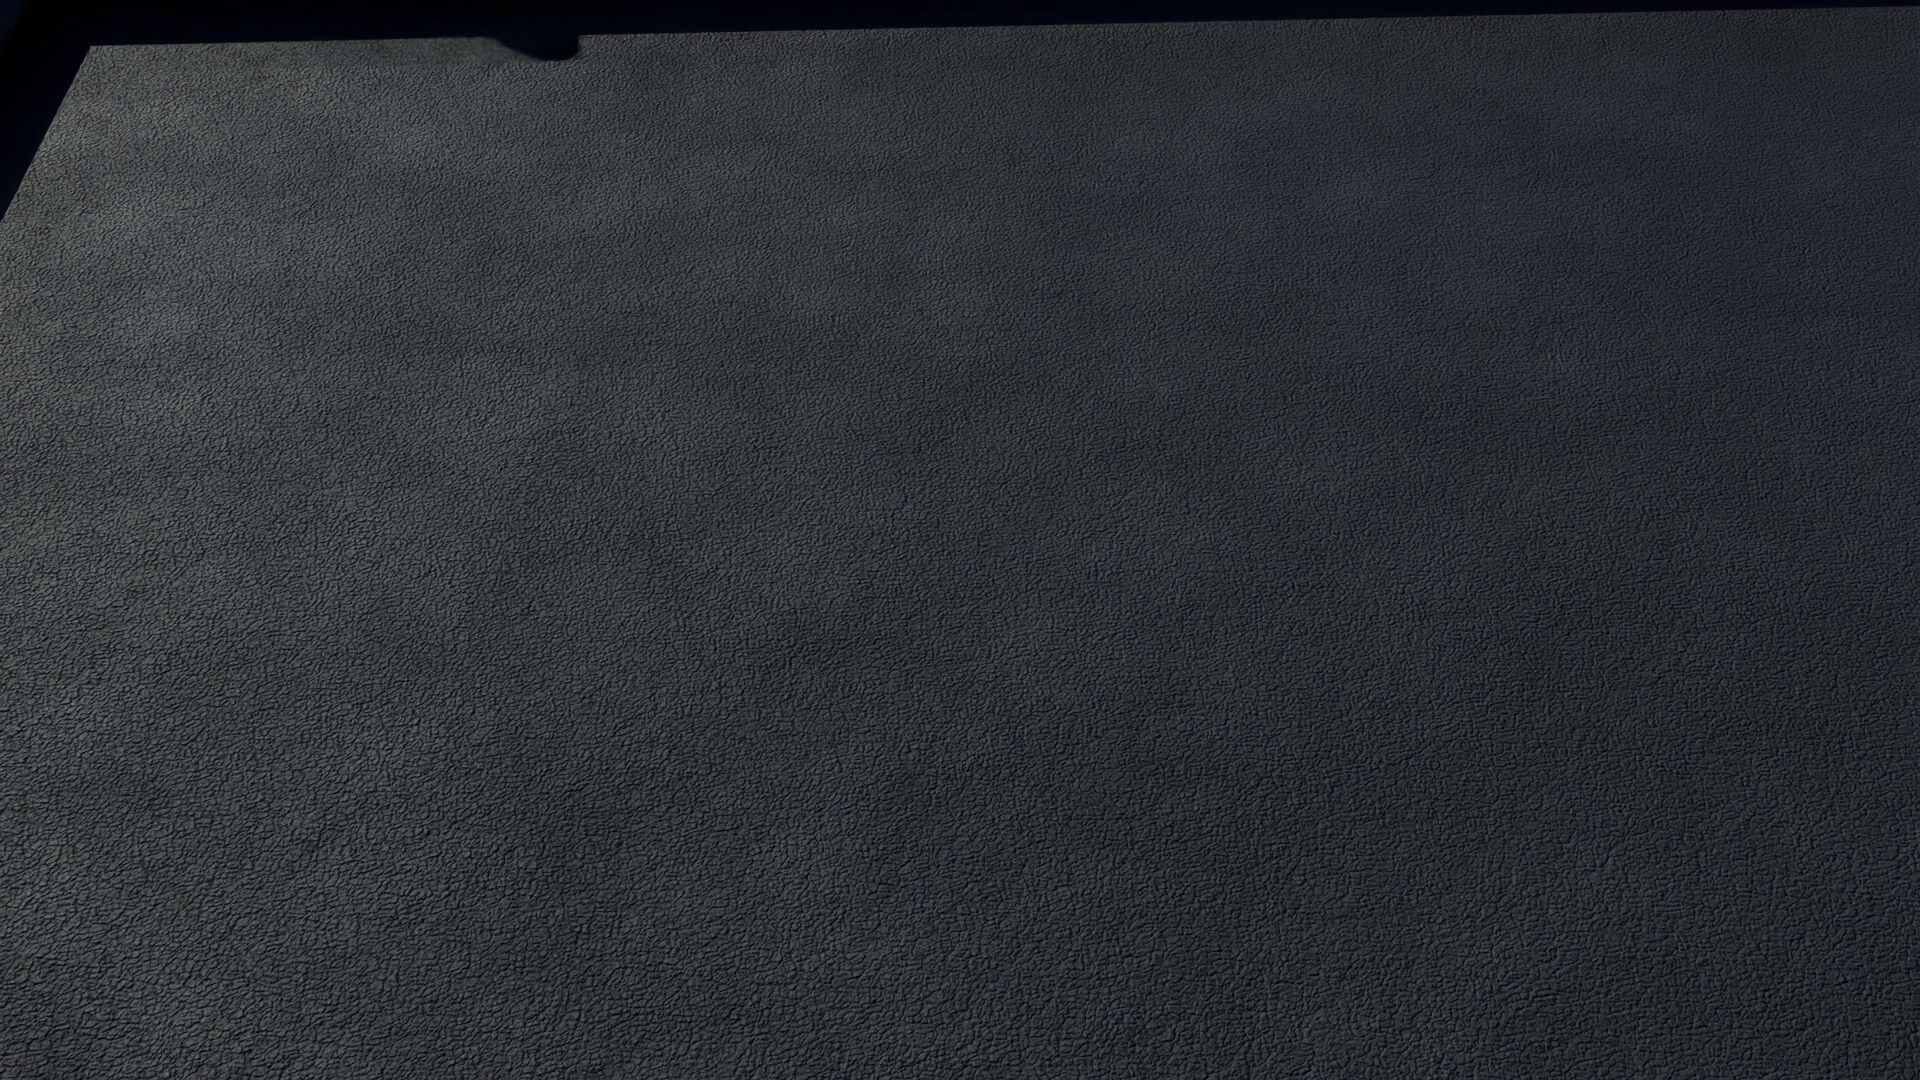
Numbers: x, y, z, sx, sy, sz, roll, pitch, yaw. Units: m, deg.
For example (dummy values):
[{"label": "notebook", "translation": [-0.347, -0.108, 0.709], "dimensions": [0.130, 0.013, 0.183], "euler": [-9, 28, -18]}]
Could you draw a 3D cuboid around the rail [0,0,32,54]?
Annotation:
[{"label": "rail", "translation": [-0.808, 0.012, 1.616], "dimensions": [0.045, 0.082, 1.909], "euler": [-2, 36, -2]}]

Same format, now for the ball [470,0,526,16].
[{"label": "ball", "translation": [-0.423, -0.512, 2.346], "dimensions": [0.063, 0.063, 0.063], "euler": [0, 36, 0]}]
